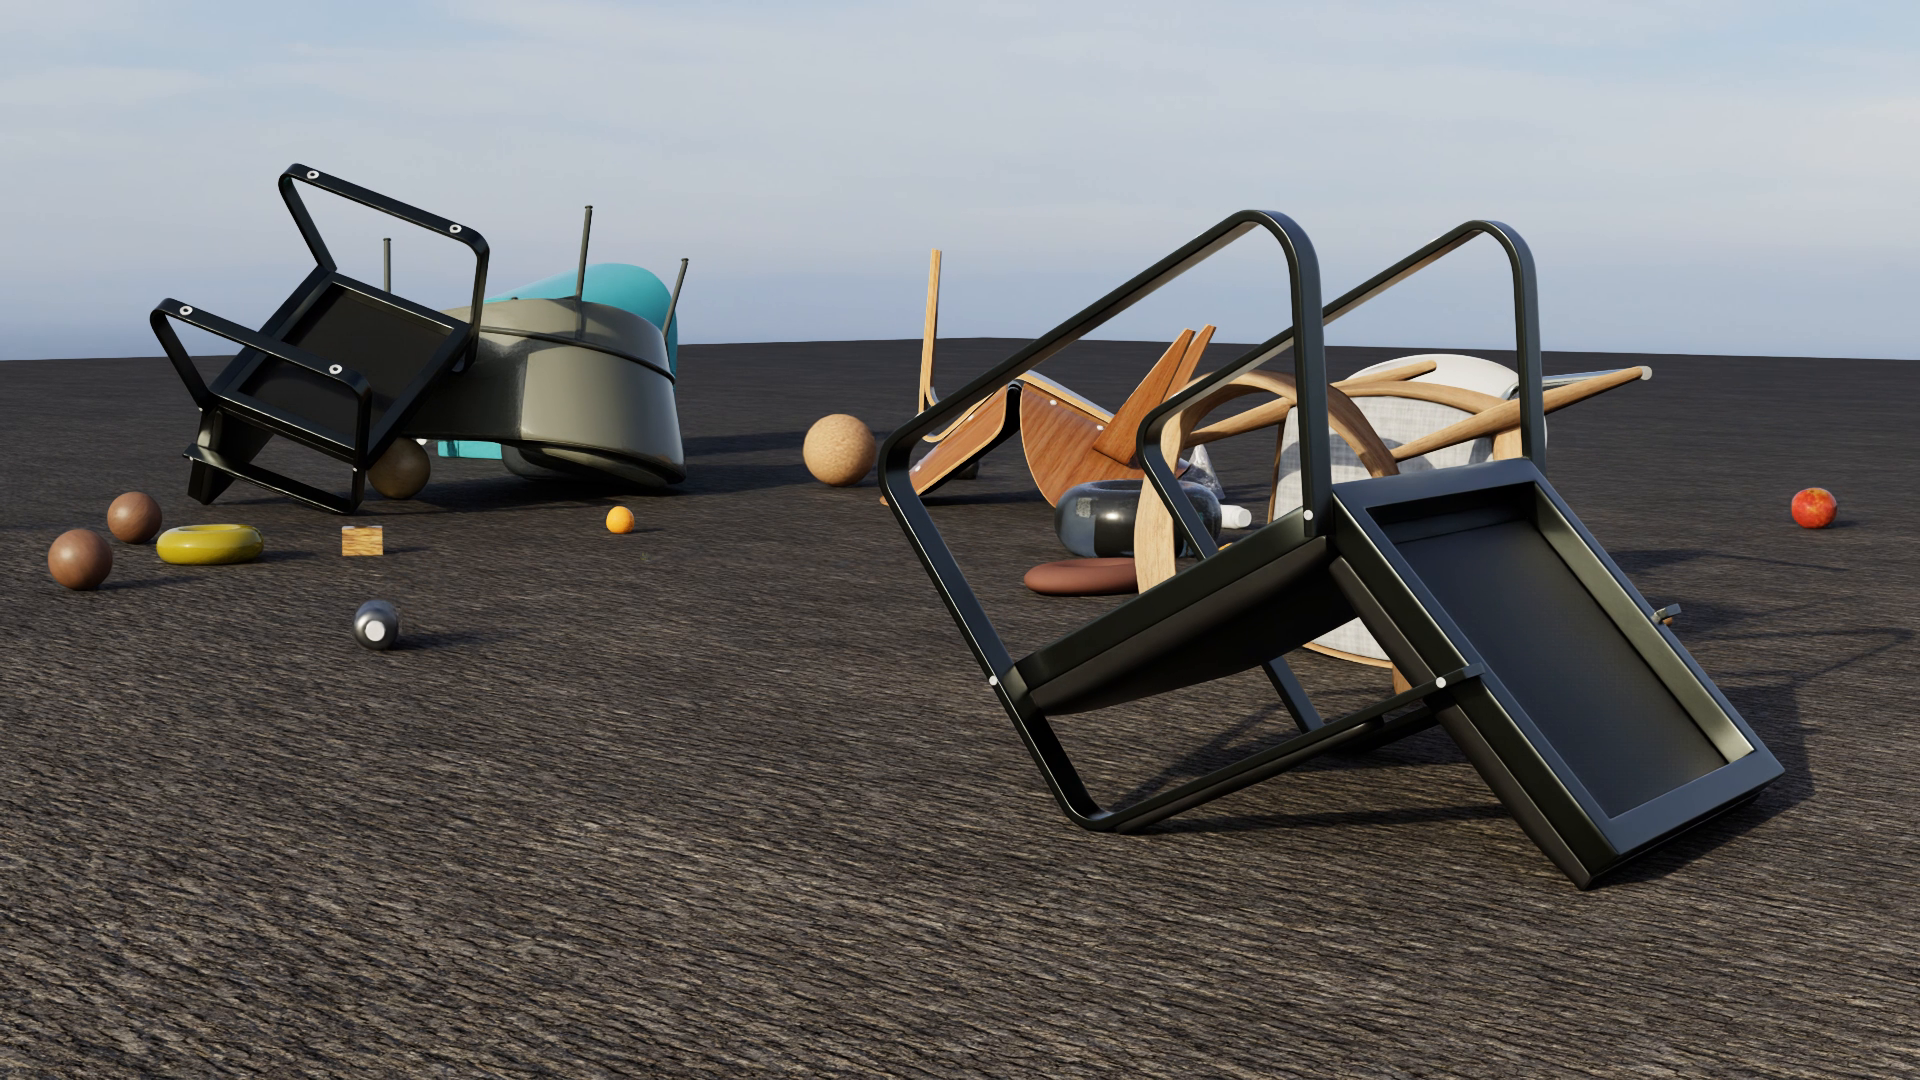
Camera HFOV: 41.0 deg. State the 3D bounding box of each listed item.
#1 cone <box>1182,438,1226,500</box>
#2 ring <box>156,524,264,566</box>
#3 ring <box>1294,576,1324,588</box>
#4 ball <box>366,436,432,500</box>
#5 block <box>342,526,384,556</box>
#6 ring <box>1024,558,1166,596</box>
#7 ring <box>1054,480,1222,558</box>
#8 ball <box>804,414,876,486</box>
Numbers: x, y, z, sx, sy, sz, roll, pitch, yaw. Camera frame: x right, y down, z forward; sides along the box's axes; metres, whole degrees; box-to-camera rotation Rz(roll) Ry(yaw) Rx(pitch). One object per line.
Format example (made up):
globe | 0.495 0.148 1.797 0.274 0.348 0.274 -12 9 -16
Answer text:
cone | 0.712 -0.217 7.618 0.157 0.185 0.133 -1 6 -10
ring | -1.731 0.011 5.927 0.242 0.080 0.240 3 8 36
ring | 0.744 0.088 5.460 0.061 0.021 0.068 -3 7 -18
ball | -1.657 -0.214 7.571 0.188 0.188 0.188 0 6 0
block | -1.418 0.001 6.092 0.092 0.063 0.064 -1 6 -12
ring | 0.285 0.076 5.390 0.370 0.059 0.217 -5 7 -44
ring | 0.424 -0.050 6.112 0.402 0.165 0.387 -2 7 -10
ball | -0.376 -0.280 8.020 0.228 0.228 0.228 0 6 0
